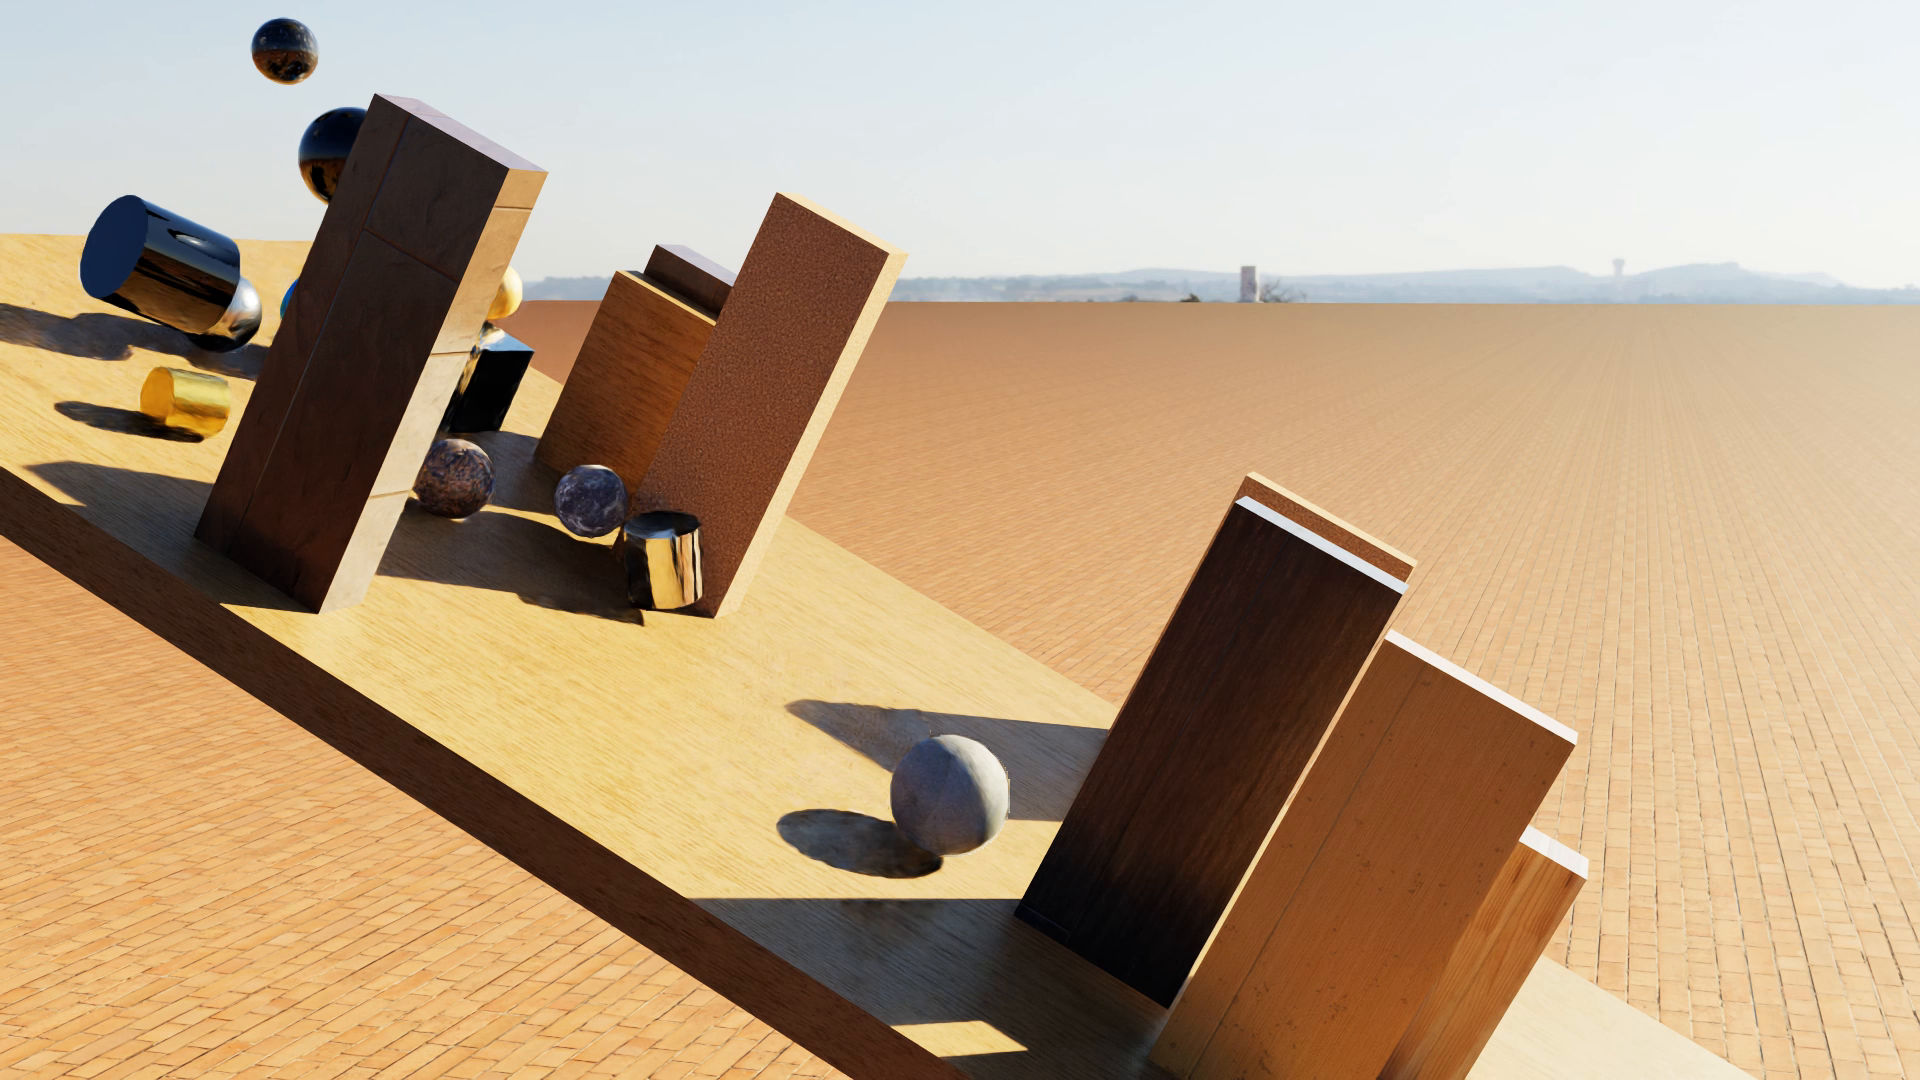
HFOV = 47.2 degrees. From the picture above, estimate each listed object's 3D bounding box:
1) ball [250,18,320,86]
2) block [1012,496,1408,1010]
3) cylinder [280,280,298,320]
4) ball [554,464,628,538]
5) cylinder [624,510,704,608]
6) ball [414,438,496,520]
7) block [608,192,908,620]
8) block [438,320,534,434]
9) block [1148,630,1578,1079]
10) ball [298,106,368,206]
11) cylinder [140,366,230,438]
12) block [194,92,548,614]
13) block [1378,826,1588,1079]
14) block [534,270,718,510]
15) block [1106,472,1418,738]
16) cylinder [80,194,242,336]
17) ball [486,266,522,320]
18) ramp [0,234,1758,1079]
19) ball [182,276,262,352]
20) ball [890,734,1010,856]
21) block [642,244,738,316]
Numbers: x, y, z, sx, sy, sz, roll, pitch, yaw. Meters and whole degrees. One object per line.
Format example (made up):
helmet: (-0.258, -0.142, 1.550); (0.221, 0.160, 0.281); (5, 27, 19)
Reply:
ball: (-1.316, -0.953, 4.288); (0.129, 0.129, 0.129); (0, 7, 0)
block: (0.402, 0.348, 3.579); (0.297, 0.789, 0.103); (30, 14, 12)
cylinder: (-1.278, -0.431, 4.531); (0.195, 0.195, 0.195); (-4, 34, -30)
ball: (-0.726, -0.077, 4.334); (0.146, 0.146, 0.146); (0, 7, 0)
cylinder: (-0.559, 0.037, 4.156); (0.141, 0.141, 0.141); (0, 23, 0)
ball: (-0.947, -0.114, 4.114); (0.152, 0.152, 0.152); (0, 7, 0)
block: (-0.397, -0.259, 4.291); (0.255, 0.799, 0.116); (30, 14, 12)
block: (-1.074, -0.364, 4.687); (0.197, 0.197, 0.197); (31, 14, 16)
block: (0.597, 0.541, 3.308); (0.308, 0.756, 0.088); (30, 14, 12)
ball: (-1.169, -0.731, 4.226); (0.200, 0.200, 0.200); (0, 7, 0)
cylinder: (-1.370, -0.244, 3.890); (0.111, 0.111, 0.111); (6, -3, 40)
block: (-0.932, -0.287, 3.461); (0.254, 0.777, 0.124); (30, 14, 12)
block: (0.774, 0.663, 3.755); (0.387, 0.484, 0.131); (30, 14, 12)
block: (-0.692, -0.315, 4.690); (0.265, 0.446, 0.103); (30, 14, 12)
block: (0.639, 0.237, 4.696); (0.395, 0.653, 0.090); (30, 14, 12)
cylinder: (-1.504, -0.516, 4.141); (0.204, 0.204, 0.204); (5, -12, 38)
ball: (-1.042, -0.557, 4.907); (0.131, 0.131, 0.131); (0, 7, 0)
ramp: (-0.230, 0.383, 4.152); (4.000, 0.100, 2.000); (30, 14, 12)
ball: (-1.469, -0.455, 4.362); (0.164, 0.164, 0.164); (0, 7, 0)
ball: (-0.018, 0.432, 3.727); (0.203, 0.203, 0.203); (0, 7, 0)
block: (-0.570, -0.322, 4.803); (0.408, 0.512, 0.142); (30, 14, 12)
